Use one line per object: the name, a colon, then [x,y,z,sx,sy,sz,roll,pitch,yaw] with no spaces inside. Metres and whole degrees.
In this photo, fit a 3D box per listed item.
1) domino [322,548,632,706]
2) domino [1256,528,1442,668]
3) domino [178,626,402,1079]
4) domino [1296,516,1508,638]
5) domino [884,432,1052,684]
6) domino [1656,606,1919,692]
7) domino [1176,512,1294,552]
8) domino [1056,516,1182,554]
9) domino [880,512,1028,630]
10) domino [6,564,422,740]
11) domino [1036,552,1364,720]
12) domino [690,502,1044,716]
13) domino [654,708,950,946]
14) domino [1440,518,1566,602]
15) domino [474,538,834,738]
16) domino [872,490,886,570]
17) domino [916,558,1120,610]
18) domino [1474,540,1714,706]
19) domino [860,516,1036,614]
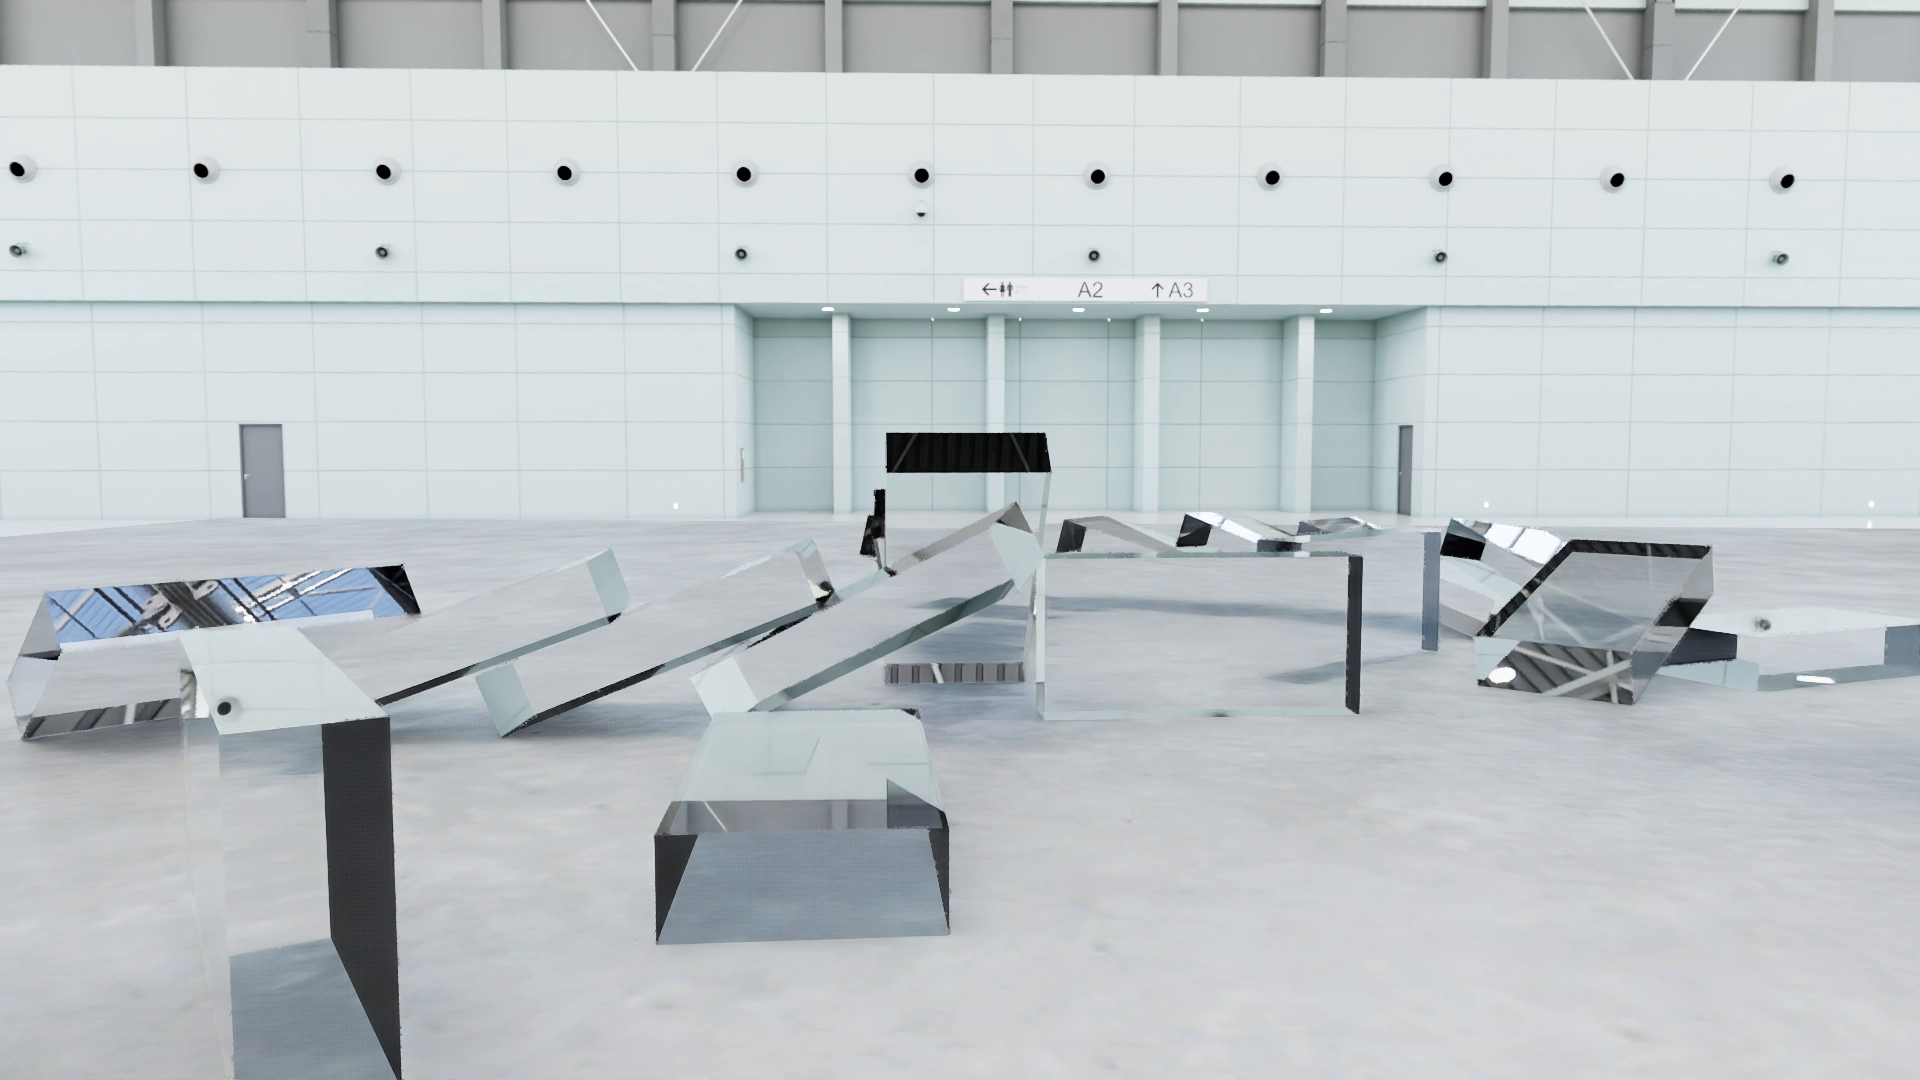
domino: [-0.077,0.015,0.194,0.050,0.009,0.025,-20,6,-5]
domino: [0.076,0.011,0.249,0.050,0.025,0.010,-4,6,-42]
domino: [-0.055,0.022,0.102,0.010,0.025,0.050,-3,5,-34]
domino: [0.106,0.008,0.301,0.025,0.009,0.050,-4,23,-43]
domino: [0.000,0.004,0.215,0.025,0.050,0.010,0,45,-4]
domino: [0.155,0.020,0.240,0.050,0.009,0.025,-2,5,-23]
domino: [0.083,0.006,0.326,0.050,0.009,0.025,27,20,39]
domino: [0.054,0.006,0.341,0.050,0.010,0.025,20,14,29]
domino: [0.000,0.008,0.272,0.025,0.009,0.050,1,-20,8]
domino: [-0.114,0.016,0.198,0.050,0.009,0.025,-5,-30,-50]
domino: [0.038,0.015,0.204,0.050,0.025,0.010,0,4,-5]
domino: [-0.013,0.011,0.193,0.050,0.010,0.025,-26,4,15]
domino: [-0.016,0.028,0.135,0.025,0.009,0.050,0,4,-5]
domino: [0.131,0.009,0.282,0.025,0.009,0.050,8,17,-12]
domino: [-0.045,0.014,0.198,0.050,0.009,0.025,-22,4,1]
domino: [-0.002,0.007,0.242,0.025,0.010,0.050,0,-28,2]
domino: [0.016,0.012,0.351,0.050,0.009,0.025,2,5,25]
domino: [0.116,0.013,0.233,0.025,0.010,0.050,4,23,43]
domino: [0.001,0.007,0.306,0.025,0.009,0.050,3,-15,33]
